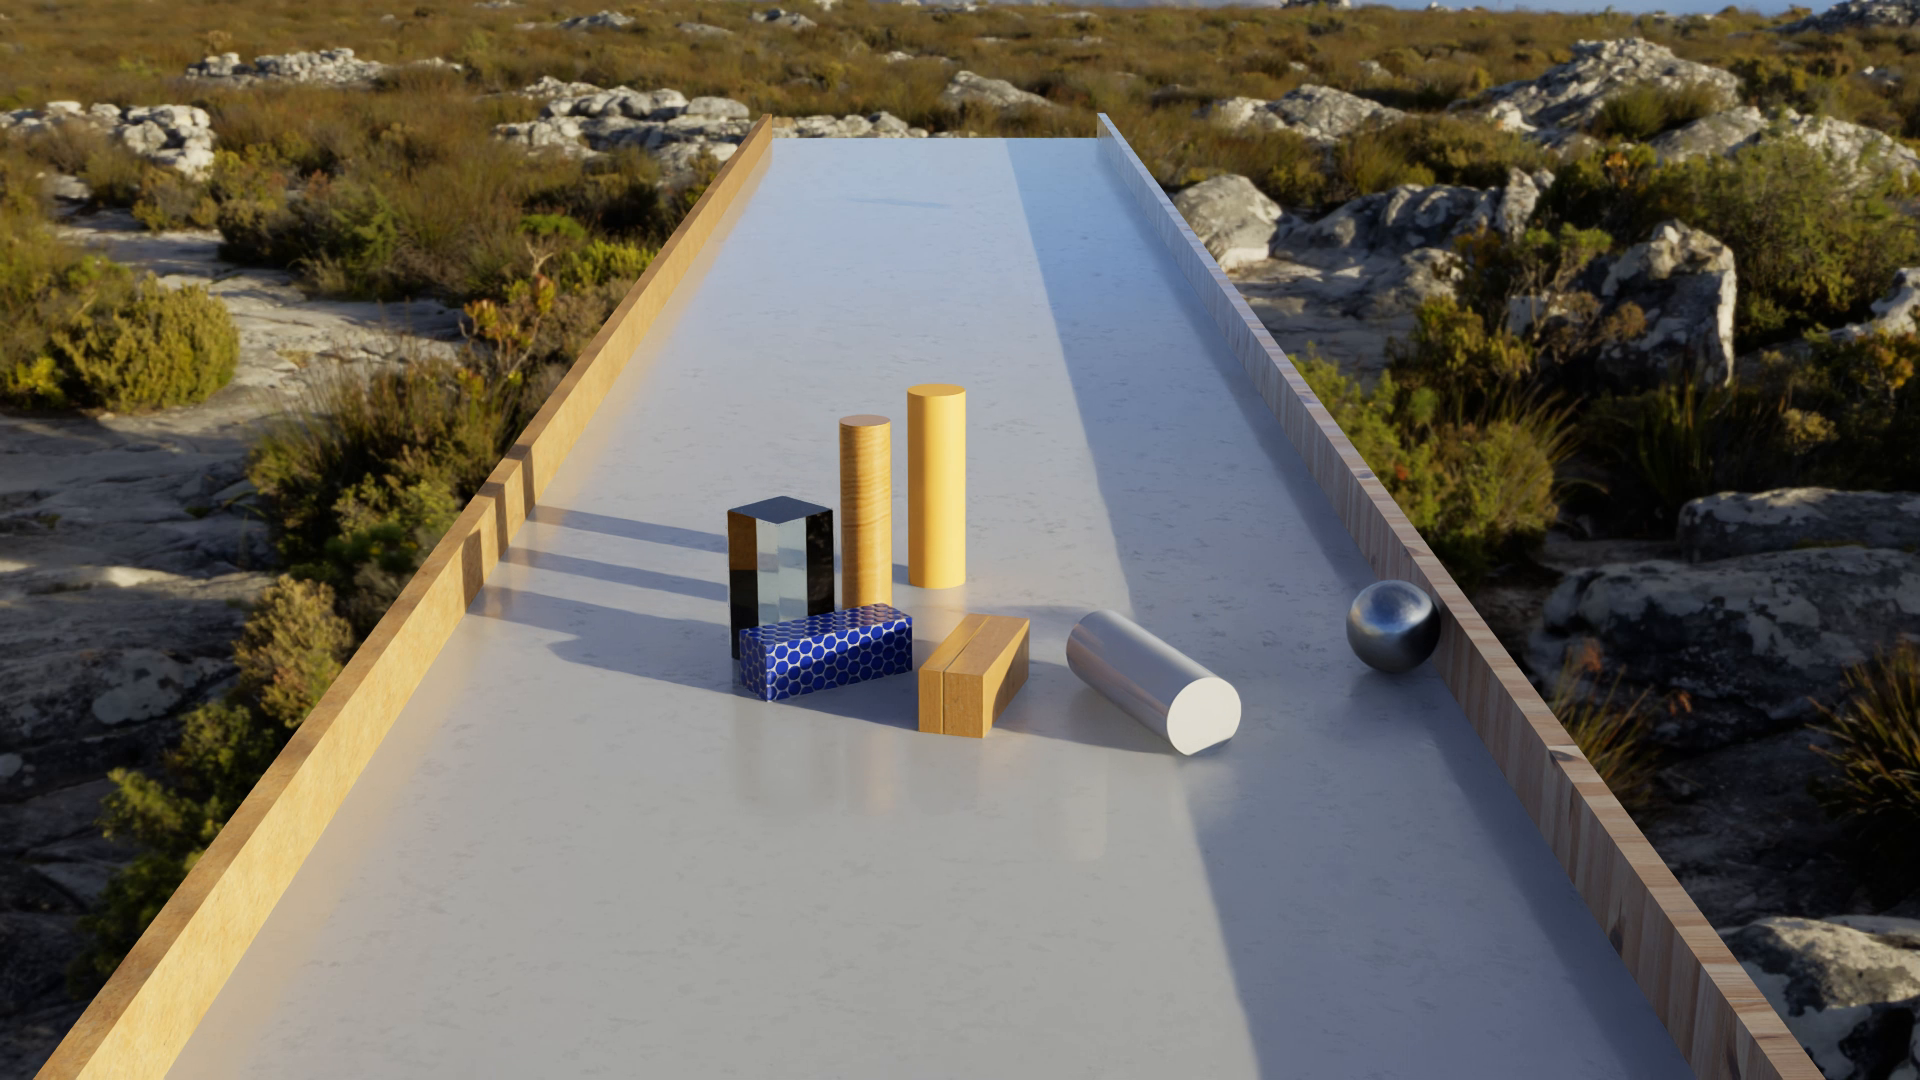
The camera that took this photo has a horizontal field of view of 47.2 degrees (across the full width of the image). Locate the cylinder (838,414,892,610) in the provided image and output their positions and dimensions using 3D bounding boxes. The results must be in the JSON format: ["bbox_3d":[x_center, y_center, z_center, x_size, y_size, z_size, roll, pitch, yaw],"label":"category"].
[{"bbox_3d":[-0.197,-0.040,4.605,0.107,0.432,0.107,0,17,0],"label":"cylinder"}]

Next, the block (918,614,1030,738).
[{"bbox_3d":[0.030,0.253,4.163,0.122,0.122,0.337,5,17,15],"label":"block"}]

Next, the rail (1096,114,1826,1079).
[{"bbox_3d":[0.932,-0.844,7.801,0.050,0.150,12.000,0,17,-1],"label":"rail"}]

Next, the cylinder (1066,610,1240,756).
[{"bbox_3d":[0.354,0.261,4.088,0.149,0.149,0.413,-7,18,-22],"label":"cylinder"}]

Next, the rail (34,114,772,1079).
[{"bbox_3d":[-1.118,-0.838,7.780,0.050,0.150,12.000,0,17,-1],"label":"rail"}]

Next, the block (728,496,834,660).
[{"bbox_3d":[-0.355,0.088,4.386,0.147,0.310,0.147,15,22,41],"label":"block"}]

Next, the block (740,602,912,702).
[{"bbox_3d":[-0.261,0.217,4.301,0.322,0.112,0.112,-10,19,-31],"label":"block"}]

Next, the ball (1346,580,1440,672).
[{"bbox_3d":[0.853,0.169,4.335,0.184,0.184,0.184,0,17,0],"label":"ball"}]

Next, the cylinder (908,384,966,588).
[{"bbox_3d":[-0.052,-0.119,4.863,0.128,0.436,0.128,0,17,0],"label":"cylinder"}]
